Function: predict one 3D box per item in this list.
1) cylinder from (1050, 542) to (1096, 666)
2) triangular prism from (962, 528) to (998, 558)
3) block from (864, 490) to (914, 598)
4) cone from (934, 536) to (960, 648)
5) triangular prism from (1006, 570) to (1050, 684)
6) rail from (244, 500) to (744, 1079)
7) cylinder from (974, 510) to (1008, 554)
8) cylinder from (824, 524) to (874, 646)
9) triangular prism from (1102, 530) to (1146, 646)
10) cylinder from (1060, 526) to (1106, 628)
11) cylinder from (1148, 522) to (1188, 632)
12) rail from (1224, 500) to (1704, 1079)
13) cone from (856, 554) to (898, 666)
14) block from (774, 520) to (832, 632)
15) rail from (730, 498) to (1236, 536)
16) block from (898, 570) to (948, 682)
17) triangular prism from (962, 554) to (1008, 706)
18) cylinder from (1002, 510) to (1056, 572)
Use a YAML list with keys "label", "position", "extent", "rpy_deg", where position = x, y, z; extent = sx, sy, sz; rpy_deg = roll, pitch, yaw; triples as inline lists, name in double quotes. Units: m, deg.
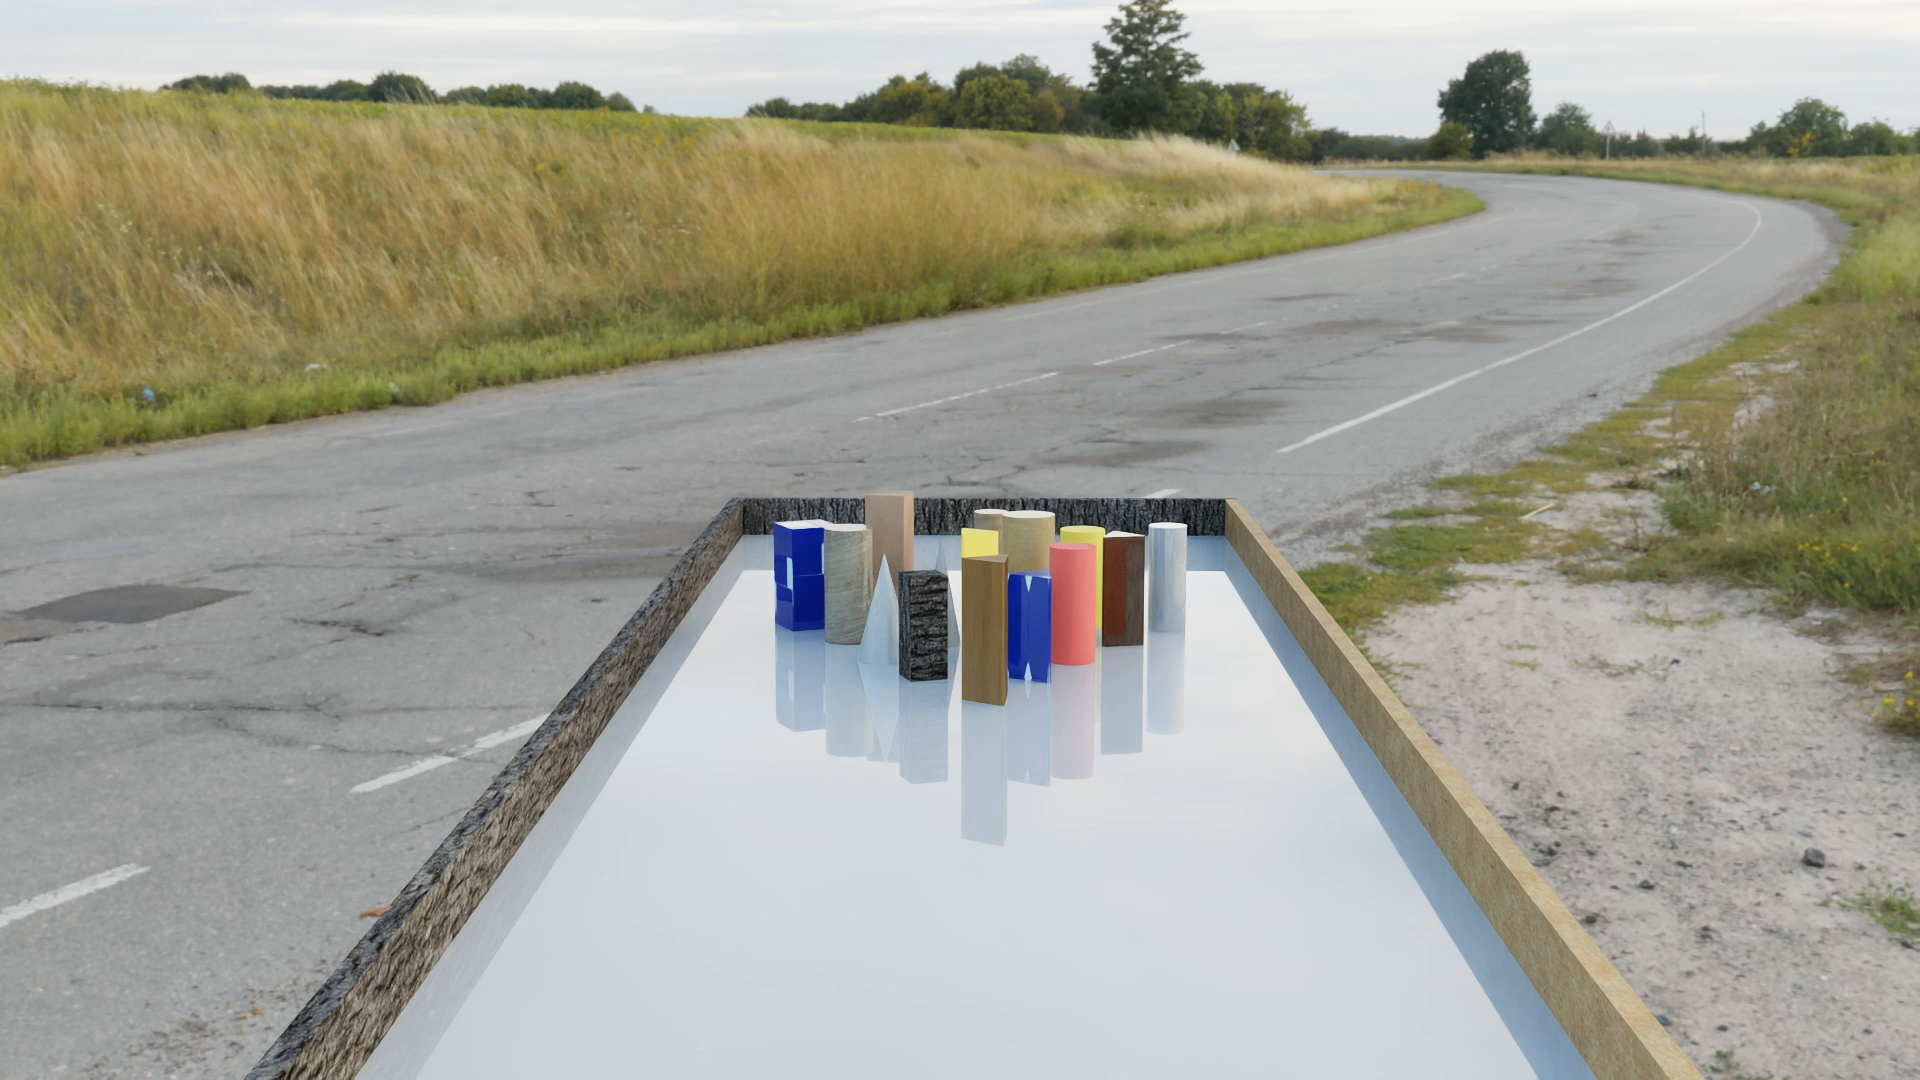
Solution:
- label: "cylinder"
  position: [0.341, 0.193, 6.664]
  extent: [0.141, 0.354, 0.141]
  rpy_deg: [0, 9, 0]
- label: "triangular prism"
  position: [0.035, 0.166, 6.696]
  extent: [0.125, 0.396, 0.109]
  rpy_deg: [-5, 10, -29]
- label: "block"
  position: [-0.229, 0.065, 7.186]
  extent: [0.129, 0.442, 0.129]
  rpy_deg: [2, 9, 13]
- label: "cone"
  position: [-0.059, 0.157, 6.915]
  extent: [0.126, 0.345, 0.126]
  rpy_deg: [0, 9, 0]
- label: "triangular prism"
  position: [0.231, 0.248, 6.455]
  extent: [0.149, 0.310, 0.129]
  rpy_deg: [6, 11, 32]
- label: "rail"
  position: [-1.004, 0.839, 3.234]
  extent: [0.050, 0.150, 12.000]
  rpy_deg: [0, 9, 1]
- label: "cylinder"
  position: [0.100, 0.097, 7.165]
  extent: [0.109, 0.385, 0.109]
  rpy_deg: [0, 9, 0]
- label: "cylinder"
  position: [-0.353, 0.140, 6.967]
  extent: [0.155, 0.363, 0.155]
  rpy_deg: [0, 9, 0]
- label: "triangular prism"
  position: [0.501, 0.152, 6.940]
  extent: [0.134, 0.348, 0.116]
  rpy_deg: [-2, 9, -12]
- label: "cylinder"
  position: [0.402, 0.122, 7.219]
  extent: [0.147, 0.319, 0.147]
  rpy_deg: [0, 9, 0]
- label: "cylinder"
  position: [0.674, 0.121, 7.159]
  extent: [0.125, 0.340, 0.125]
  rpy_deg: [0, 9, 0]
- label: "rail"
  position: [1.046, 0.843, 3.208]
  extent: [0.050, 0.150, 12.000]
  rpy_deg: [0, 9, 1]
- label: "cone"
  position: [-0.229, 0.201, 6.682]
  extent: [0.173, 0.332, 0.173]
  rpy_deg: [0, 9, 0]
- label: "block"
  position: [-0.502, 0.114, 7.217]
  extent: [0.166, 0.335, 0.166]
  rpy_deg: [-4, 10, -25]
- label: "rail"
  position: [0.099, -0.098, 9.147]
  extent: [2.100, 0.150, 0.050]
  rpy_deg: [0, 9, 1]
- label: "block"
  position: [-0.108, 0.250, 6.449]
  extent: [0.114, 0.308, 0.114]
  rpy_deg: [-3, 10, -19]
- label: "triangular prism"
  position: [0.097, 0.247, 6.161]
  extent: [0.142, 0.403, 0.123]
  rpy_deg: [6, 11, 35]
- label: "cylinder"
  position: [0.216, 0.124, 6.910]
  extent: [0.165, 0.413, 0.165]
  rpy_deg: [0, 9, 0]
